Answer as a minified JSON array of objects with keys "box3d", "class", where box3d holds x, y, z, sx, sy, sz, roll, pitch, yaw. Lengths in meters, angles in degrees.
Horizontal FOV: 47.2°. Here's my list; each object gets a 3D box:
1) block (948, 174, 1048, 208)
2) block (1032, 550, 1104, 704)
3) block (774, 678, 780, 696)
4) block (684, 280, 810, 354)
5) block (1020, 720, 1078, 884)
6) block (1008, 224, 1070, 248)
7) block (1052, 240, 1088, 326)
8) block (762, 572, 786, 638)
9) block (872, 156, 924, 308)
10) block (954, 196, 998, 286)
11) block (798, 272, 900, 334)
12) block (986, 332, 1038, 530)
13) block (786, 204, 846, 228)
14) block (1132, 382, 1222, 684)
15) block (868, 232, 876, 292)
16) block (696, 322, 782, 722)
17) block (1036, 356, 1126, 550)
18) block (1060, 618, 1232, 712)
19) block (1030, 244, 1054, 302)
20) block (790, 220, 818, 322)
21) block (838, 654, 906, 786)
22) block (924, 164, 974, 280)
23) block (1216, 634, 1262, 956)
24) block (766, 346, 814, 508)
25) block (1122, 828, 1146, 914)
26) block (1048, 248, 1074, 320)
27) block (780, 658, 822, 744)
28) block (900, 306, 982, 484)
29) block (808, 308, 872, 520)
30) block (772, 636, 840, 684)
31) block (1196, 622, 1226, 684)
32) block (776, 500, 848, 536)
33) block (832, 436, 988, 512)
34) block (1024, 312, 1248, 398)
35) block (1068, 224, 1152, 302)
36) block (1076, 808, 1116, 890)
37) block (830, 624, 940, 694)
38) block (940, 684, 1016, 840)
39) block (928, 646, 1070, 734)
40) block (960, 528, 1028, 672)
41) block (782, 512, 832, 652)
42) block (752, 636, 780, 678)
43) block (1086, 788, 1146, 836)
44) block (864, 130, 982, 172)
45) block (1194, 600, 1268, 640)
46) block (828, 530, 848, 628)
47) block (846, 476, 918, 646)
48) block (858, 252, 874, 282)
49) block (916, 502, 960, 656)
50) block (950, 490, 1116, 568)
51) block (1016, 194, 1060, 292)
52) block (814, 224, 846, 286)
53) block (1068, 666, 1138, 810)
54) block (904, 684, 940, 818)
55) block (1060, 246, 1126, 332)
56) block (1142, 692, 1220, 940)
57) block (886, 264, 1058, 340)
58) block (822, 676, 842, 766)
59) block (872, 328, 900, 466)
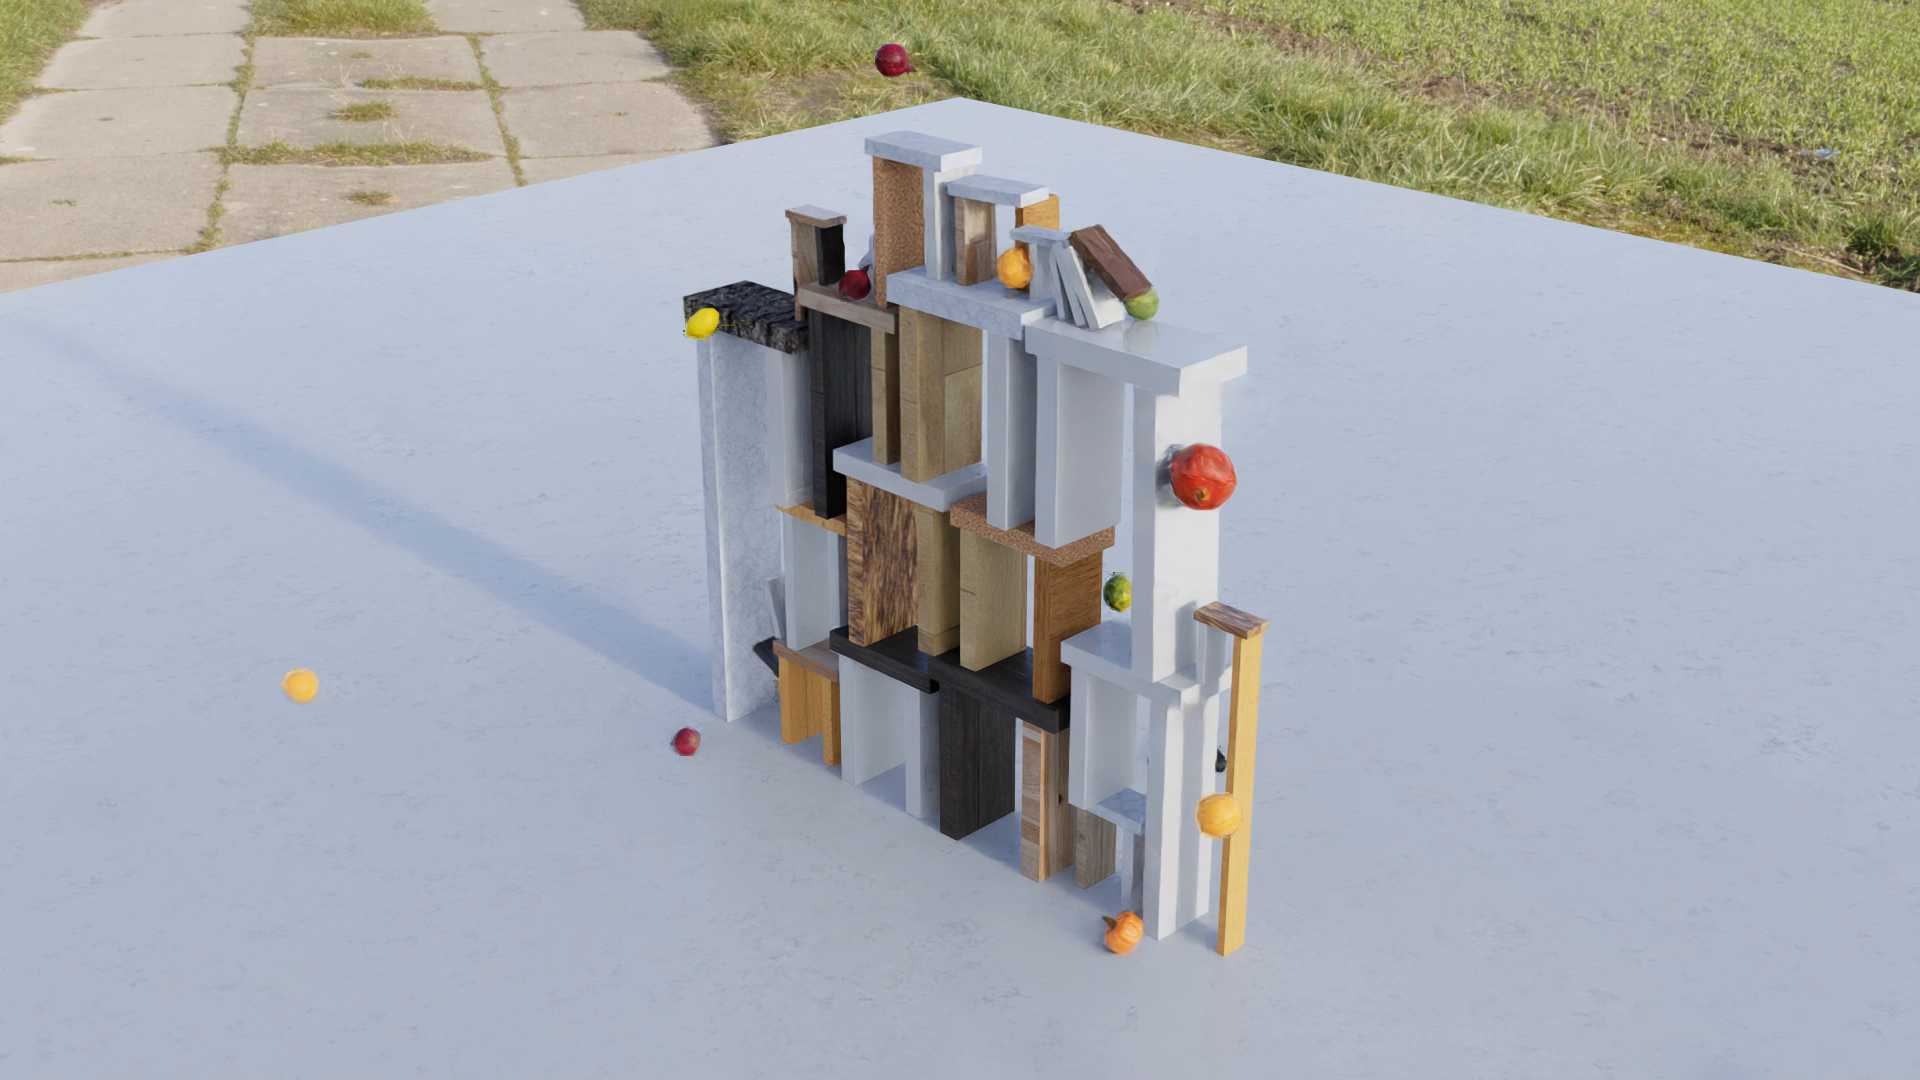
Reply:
[{"box3d":[0.067,-0.620,3.901,0.162,0.023,0.081,16,28,35],"class":"block"},{"box3d":[0.199,0.147,4.073,0.040,0.284,0.142,21,31,41],"class":"block"},{"box3d":[-0.274,0.290,4.994,0.359,0.064,0.018,-23,6,-42],"class":"block"},{"box3d":[-0.389,-0.454,4.454,0.335,0.047,0.167,21,31,40],"class":"block"},{"box3d":[0.193,0.474,4.216,0.047,0.334,0.167,21,31,41],"class":"block"},{"box3d":[0.144,-0.530,3.844,0.107,0.015,0.054,18,29,36],"class":"block"},{"box3d":[0.211,-0.451,3.809,0.021,0.148,0.074,-10,11,44],"class":"block"},{"box3d":[-0.377,0.139,4.687,0.064,0.128,0.018,-21,14,-41],"class":"block"},{"box3d":[-0.113,-0.583,4.106,0.101,0.285,0.029,-21,30,-41],"class":"block"},{"box3d":[0.029,-0.546,3.966,0.023,0.162,0.081,19,29,41],"class":"block"},{"box3d":[-0.170,-0.456,4.221,0.268,0.038,0.134,21,31,41],"class":"block"},{"box3d":[0.126,-0.216,3.992,0.170,0.368,0.048,-21,31,-41],"class":"block"},{"box3d":[-0.280,-0.628,4.262,0.057,0.016,0.114,-20,30,-39],"class":"block"},{"box3d":[0.374,-0.029,3.807,0.050,0.534,0.175,19,30,41],"class":"block"},{"box3d":[-0.149,-0.522,4.168,0.018,0.124,0.062,0,22,16],"class":"block"},{"box3d":[-0.465,-0.046,4.711,0.167,0.904,0.047,-21,31,-40],"class":"block"},{"box3d":[0.215,-0.176,3.919,0.175,0.350,0.050,-21,30,-40],"class":"block"},{"box3d":[0.334,0.222,3.952,0.283,0.040,0.142,21,31,41],"class":"block"},{"box3d":[0.145,-0.477,3.875,0.015,0.107,0.054,17,28,35],"class":"block"},{"box3d":[-0.303,-0.536,4.327,0.016,0.203,0.057,18,29,41],"class":"block"},{"box3d":[-0.180,0.350,4.564,0.041,0.291,0.145,21,31,41],"class":"block"},{"box3d":[-0.018,-0.583,4.001,0.029,0.203,0.101,19,29,42],"class":"block"},{"box3d":[0.493,0.450,3.882,0.017,0.639,0.058,21,31,41],"class":"block"},{"box3d":[-0.309,-0.247,4.456,0.047,0.335,0.167,21,31,41],"class":"block"},{"box3d":[0.342,0.603,4.116,0.025,0.174,0.087,21,31,41],"class":"block"},{"box3d":[0.187,-0.452,3.837,0.054,0.124,0.015,-21,18,-40],"class":"block"},{"box3d":[-0.338,0.329,4.726,0.029,0.202,0.101,21,31,41],"class":"block"},{"box3d":[-0.035,-0.292,4.135,0.048,0.340,0.170,21,31,40],"class":"block"},{"box3d":[-0.233,-0.263,4.370,0.038,0.433,0.134,21,31,40],"class":"block"},{"box3d":[-0.290,0.241,4.637,0.202,0.029,0.101,21,31,40],"class":"block"},{"box3d":[0.438,0.188,3.831,0.017,0.117,0.058,22,31,40],"class":"block"},{"box3d":[-0.268,-0.064,4.491,0.208,0.029,0.104,21,31,40],"class":"block"},{"box3d":[-0.085,-0.135,4.257,0.154,0.044,0.309,-21,31,-41],"class":"block"},{"box3d":[0.298,-0.327,3.763,0.175,0.050,0.350,-21,31,-40],"class":"block"},{"box3d":[0.256,-0.474,3.756,0.074,0.021,0.148,-23,68,-45],"class":"block"},{"box3d":[0.260,0.571,4.192,0.025,0.174,0.087,21,31,41],"class":"block"},{"box3d":[-0.111,0.224,4.436,0.291,0.041,0.145,21,31,40],"class":"block"},{"box3d":[0.036,0.413,4.360,0.047,0.334,0.167,21,31,41],"class":"block"},{"box3d":[0.114,0.268,4.214,0.334,0.047,0.167,21,31,41],"class":"block"},{"box3d":[0.065,0.095,4.197,0.040,0.284,0.142,21,31,40],"class":"block"},{"box3d":[-0.318,0.073,4.601,0.029,0.309,0.104,21,31,40],"class":"block"},{"box3d":[-0.388,0.269,4.793,0.128,0.018,0.064,45,35,15],"class":"block"},{"box3d":[0.301,0.496,4.115,0.087,0.025,0.174,-21,31,-41],"class":"block"},{"box3d":[-0.068,-0.709,4.002,0.101,0.029,0.202,-21,31,-40],"class":"block"},{"box3d":[0.466,0.138,3.779,0.059,0.017,0.117,-21,31,-41],"class":"block"},{"box3d":[-0.219,0.065,4.492,0.029,0.208,0.104,21,31,41],"class":"block"},{"box3d":[-0.154,0.022,4.400,0.044,0.358,0.154,21,31,39],"class":"block"},{"box3d":[-0.146,-0.561,4.260,0.018,0.062,0.124,39,80,17],"class":"block"},{"box3d":[-0.012,0.056,4.258,0.154,0.309,0.044,-21,31,-41],"class":"block"},{"box3d":[0.133,-0.028,4.072,0.284,0.040,0.142,21,31,41],"class":"block"},{"box3d":[0.138,-0.532,3.932,0.081,0.162,0.023,-15,25,-34],"class":"block"},{"box3d":[-0.250,-0.555,4.258,0.057,0.114,0.016,-21,27,-41],"class":"block"},{"box3d":[0.266,0.345,4.077,0.142,0.283,0.040,-21,31,-41],"class":"block"},{"box3d":[-0.043,0.403,4.438,0.041,0.291,0.145,21,31,41],"class":"block"},{"box3d":[0.229,-0.439,3.786,0.021,0.148,0.074,-17,6,44],"class":"block"},{"box3d":[0.400,0.488,3.994,0.142,0.482,0.040,-20,30,-39],"class":"block"},{"box3d":[0.046,-0.439,3.984,0.340,0.048,0.170,21,31,40],"class":"block"},{"box3d":[-0.242,0.366,4.638,0.029,0.203,0.101,21,31,41],"class":"block"},{"box3d":[-0.107,-0.290,4.222,0.038,0.268,0.134,21,31,41],"class":"block"}]
